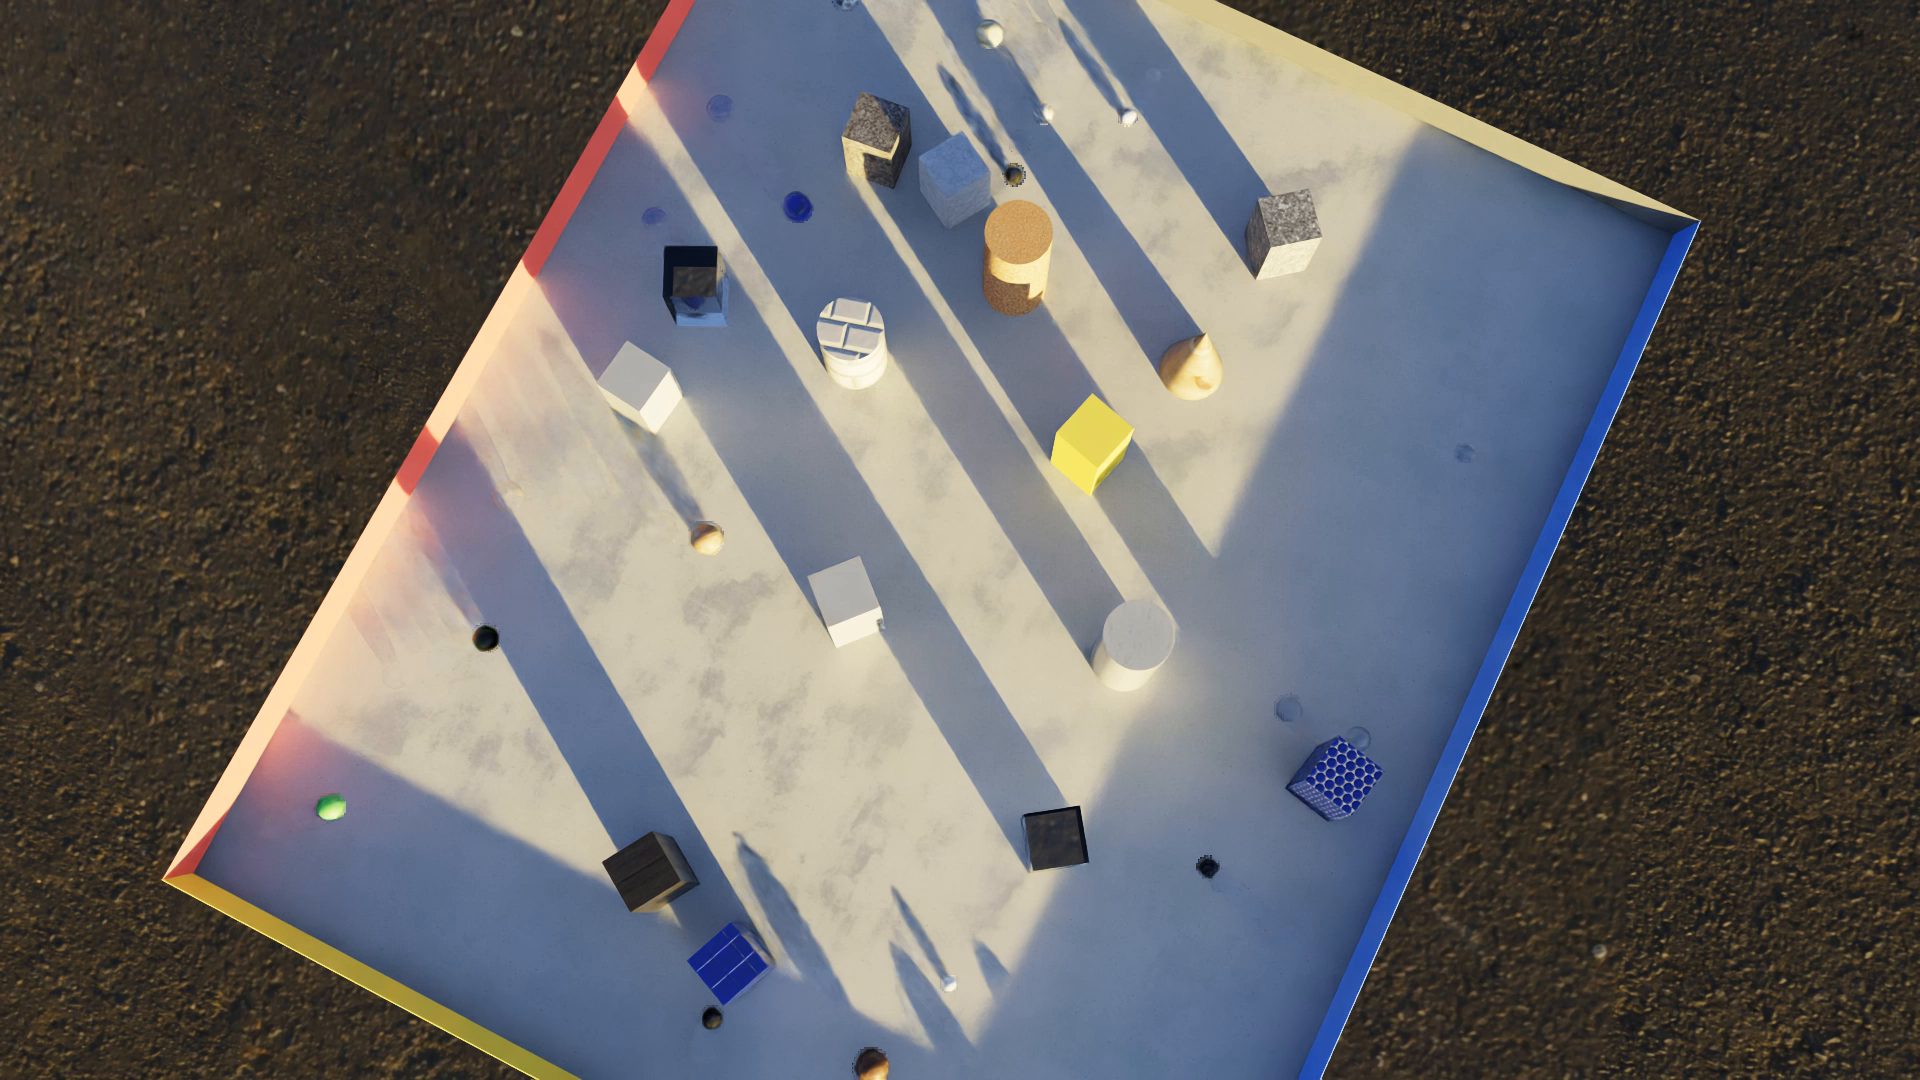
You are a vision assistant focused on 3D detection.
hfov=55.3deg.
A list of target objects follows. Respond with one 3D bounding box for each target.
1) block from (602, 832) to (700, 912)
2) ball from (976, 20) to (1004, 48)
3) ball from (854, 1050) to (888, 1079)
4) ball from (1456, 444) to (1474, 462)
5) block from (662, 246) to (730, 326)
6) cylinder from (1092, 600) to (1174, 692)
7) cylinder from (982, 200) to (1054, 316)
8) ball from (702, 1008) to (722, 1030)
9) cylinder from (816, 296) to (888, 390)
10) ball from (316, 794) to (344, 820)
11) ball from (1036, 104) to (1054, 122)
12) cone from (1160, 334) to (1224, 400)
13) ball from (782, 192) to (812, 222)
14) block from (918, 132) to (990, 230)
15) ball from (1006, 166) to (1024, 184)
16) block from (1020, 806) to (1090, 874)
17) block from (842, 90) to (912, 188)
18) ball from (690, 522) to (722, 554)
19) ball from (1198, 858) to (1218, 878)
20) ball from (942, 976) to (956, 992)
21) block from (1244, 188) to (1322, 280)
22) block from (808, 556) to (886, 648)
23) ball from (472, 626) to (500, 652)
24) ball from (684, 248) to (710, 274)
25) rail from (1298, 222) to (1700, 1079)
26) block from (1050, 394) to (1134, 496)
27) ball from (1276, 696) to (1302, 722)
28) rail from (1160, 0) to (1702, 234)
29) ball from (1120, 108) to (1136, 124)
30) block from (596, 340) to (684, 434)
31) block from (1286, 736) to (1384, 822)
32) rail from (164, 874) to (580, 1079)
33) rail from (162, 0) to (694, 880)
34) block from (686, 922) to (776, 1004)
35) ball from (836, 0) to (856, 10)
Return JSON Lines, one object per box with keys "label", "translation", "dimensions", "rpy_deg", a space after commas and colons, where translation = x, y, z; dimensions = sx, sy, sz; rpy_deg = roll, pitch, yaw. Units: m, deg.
{"label": "block", "translation": [-0.876, 0.950, 5.224], "dimensions": [0.160, 0.384, 0.160], "rpy_deg": [-31, 80, -6]}
{"label": "ball", "translation": [0.096, -1.633, 5.910], "dimensions": [0.088, 0.088, 0.088], "rpy_deg": [0, 78, 0]}
{"label": "ball", "translation": [-0.253, 1.511, 5.254], "dimensions": [0.097, 0.097, 0.097], "rpy_deg": [0, 78, 0]}
{"label": "ball", "translation": [1.558, -0.267, 5.645], "dimensions": [0.053, 0.053, 0.053], "rpy_deg": [0, 78, 0]}
{"label": "block", "translation": [-0.810, -0.778, 5.635], "dimensions": [0.160, 0.280, 0.160], "rpy_deg": [0, 78, 0]}
{"label": "cylinder", "translation": [0.496, 0.311, 5.314], "dimensions": [0.200, 0.467, 0.200], "rpy_deg": [0, 78, 0]}
{"label": "cylinder", "translation": [0.171, -0.849, 5.557], "dimensions": [0.200, 0.460, 0.200], "rpy_deg": [0, 78, 0]}
{"label": "ball", "translation": [-0.717, 1.384, 5.298], "dimensions": [0.062, 0.062, 0.062], "rpy_deg": [0, 78, 0]}
{"label": "cylinder", "translation": [-0.326, -0.598, 5.587], "dimensions": [0.200, 0.300, 0.200], "rpy_deg": [0, 78, 0]}
{"label": "ball", "translation": [-1.860, 0.791, 5.414], "dimensions": [0.077, 0.077, 0.077], "rpy_deg": [0, 78, 0]}
{"label": "ball", "translation": [0.270, -1.366, 5.870], "dimensions": [0.058, 0.058, 0.058], "rpy_deg": [0, 78, 0]}
{"label": "cone", "translation": [0.723, -0.570, 5.548], "dimensions": [0.200, 0.366, 0.200], "rpy_deg": [0, 78, 0]}
{"label": "ball", "translation": [-0.514, -1.054, 5.788], "dimensions": [0.091, 0.091, 0.091], "rpy_deg": [0, 78, 0]}
{"label": "block", "translation": [-0.016, -1.118, 5.713], "dimensions": [0.160, 0.265, 0.160], "rpy_deg": [-32, 80, -6]}
{"label": "ball", "translation": [0.173, -1.159, 5.827], "dimensions": [0.059, 0.059, 0.059], "rpy_deg": [0, 78, 0]}
{"label": "block", "translation": [0.270, 0.865, 5.278], "dimensions": [0.160, 0.313, 0.160], "rpy_deg": [-9, 78, -2]}
{"label": "block", "translation": [-0.258, -1.248, 5.734], "dimensions": [0.160, 0.277, 0.160], "rpy_deg": [20, 79, 4]}
{"label": "ball", "translation": [-0.772, -0.004, 5.568], "dimensions": [0.097, 0.097, 0.097], "rpy_deg": [0, 78, 0]}
{"label": "ball", "translation": [0.730, 0.964, 5.389], "dimensions": [0.056, 0.056, 0.056], "rpy_deg": [0, 78, 0]}
{"label": "ball", "translation": [-0.031, 1.291, 5.328], "dimensions": [0.042, 0.042, 0.042], "rpy_deg": [0, 78, 0]}
{"label": "block", "translation": [0.995, -0.942, 5.665], "dimensions": [0.160, 0.288, 0.160], "rpy_deg": [-12, 79, -2]}
{"label": "block", "translation": [-0.330, 0.185, 5.380], "dimensions": [0.160, 0.388, 0.160], "rpy_deg": [-22, 79, -4]}
{"label": "ball", "translation": [-1.427, 0.298, 5.515], "dimensions": [0.078, 0.078, 0.078], "rpy_deg": [0, 78, 0]}
{"label": "ball", "translation": [-0.826, -0.877, 5.756], "dimensions": [0.083, 0.083, 0.083], "rpy_deg": [0, 78, 0]}
{"label": "rail", "translation": [1.417, 0.701, 5.404], "dimensions": [0.045, 0.130, 3.859], "rpy_deg": [26, 80, 5]}
{"label": "block", "translation": [0.392, -0.281, 5.495], "dimensions": [0.160, 0.353, 0.160], "rpy_deg": [41, 81, 8]}
{"label": "ball", "translation": [0.983, 0.505, 5.473], "dimensions": [0.077, 0.077, 0.077], "rpy_deg": [0, 78, 0]}
{"label": "rail", "translation": [0.852, -1.662, 5.893], "dimensions": [3.216, 0.130, 0.045], "rpy_deg": [26, 80, 5]}
{"label": "ball", "translation": [0.537, -1.358, 5.871], "dimensions": [0.052, 0.052, 0.052], "rpy_deg": [0, 78, 0]}
{"label": "block", "translation": [-0.970, -0.460, 5.574], "dimensions": [0.160, 0.270, 0.160], "rpy_deg": [33, 80, 6]}
{"label": "block", "translation": [1.080, 0.694, 5.304], "dimensions": [0.160, 0.331, 0.160], "rpy_deg": [38, 81, 7]}
{"label": "rail", "translation": [-0.852, 1.676, 5.202], "dimensions": [3.216, 0.130, 0.045], "rpy_deg": [26, 80, 5]}
{"label": "rail", "translation": [-1.417, -0.687, 5.692], "dimensions": [0.045, 0.130, 3.859], "rpy_deg": [26, 80, 5]}
{"label": "block", "translation": [-0.646, 1.205, 5.224], "dimensions": [0.160, 0.280, 0.160], "rpy_deg": [-41, 81, -8]}
{"label": "ball", "translation": [-0.370, -1.759, 5.944], "dimensions": [0.071, 0.071, 0.071], "rpy_deg": [0, 78, 0]}
